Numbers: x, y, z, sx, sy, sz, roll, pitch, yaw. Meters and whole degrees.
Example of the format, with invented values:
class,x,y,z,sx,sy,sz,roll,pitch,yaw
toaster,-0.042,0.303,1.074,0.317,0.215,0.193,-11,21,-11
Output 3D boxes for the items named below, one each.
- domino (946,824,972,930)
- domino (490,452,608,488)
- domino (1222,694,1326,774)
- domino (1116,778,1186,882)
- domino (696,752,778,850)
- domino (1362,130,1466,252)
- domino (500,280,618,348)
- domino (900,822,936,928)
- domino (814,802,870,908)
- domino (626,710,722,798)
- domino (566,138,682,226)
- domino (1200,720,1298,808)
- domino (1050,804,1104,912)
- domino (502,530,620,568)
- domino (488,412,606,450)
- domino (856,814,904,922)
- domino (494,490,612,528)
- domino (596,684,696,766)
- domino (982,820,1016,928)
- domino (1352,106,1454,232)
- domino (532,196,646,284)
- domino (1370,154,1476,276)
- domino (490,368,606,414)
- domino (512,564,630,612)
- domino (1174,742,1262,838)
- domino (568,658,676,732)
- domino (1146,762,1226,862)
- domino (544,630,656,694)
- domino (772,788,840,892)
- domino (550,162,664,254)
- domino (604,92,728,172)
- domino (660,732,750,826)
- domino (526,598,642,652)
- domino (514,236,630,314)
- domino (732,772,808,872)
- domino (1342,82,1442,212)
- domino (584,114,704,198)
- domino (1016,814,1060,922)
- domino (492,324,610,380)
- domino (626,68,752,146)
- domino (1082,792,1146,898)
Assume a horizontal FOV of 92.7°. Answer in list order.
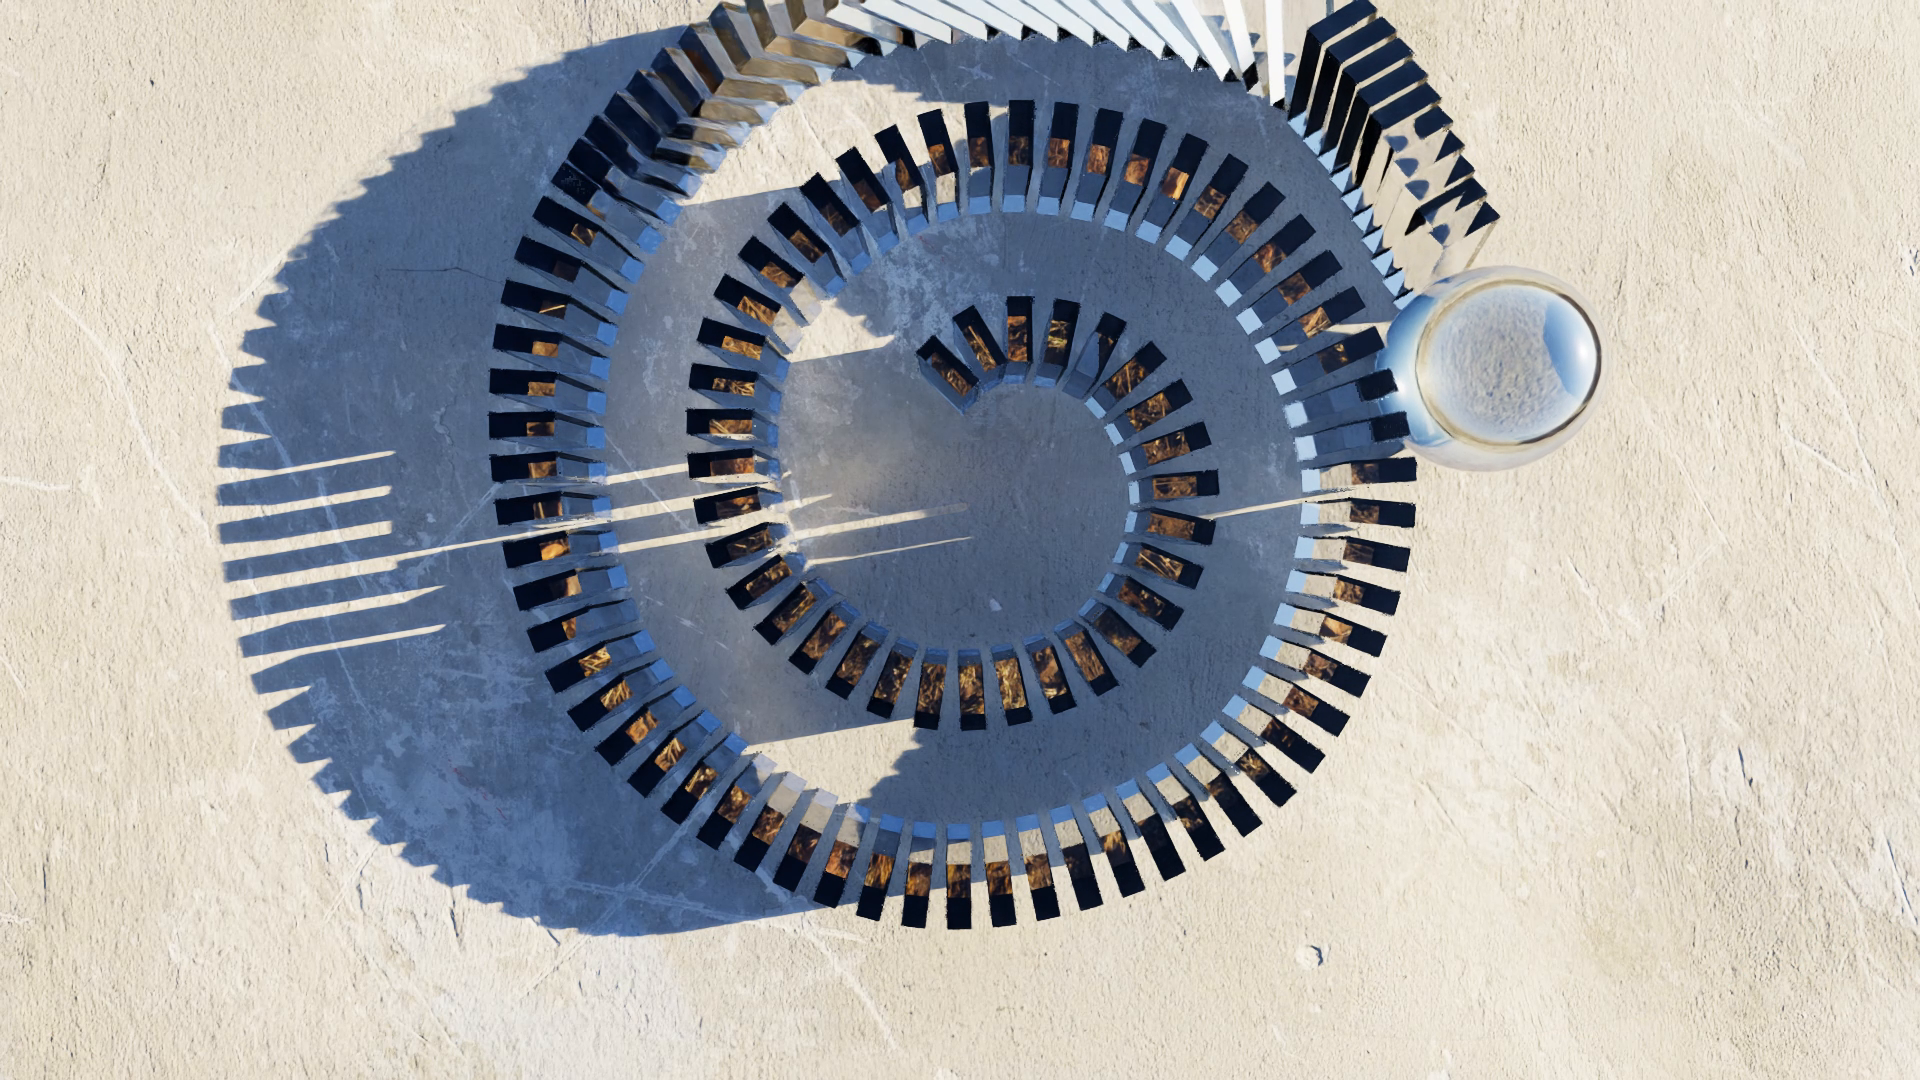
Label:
class,x,y,z,sx,sy,sz,roll,pitch,yaw
domino,0.000,0.136,0.375,0.010,0.050,0.025,-1,90,0
domino,-0.167,-0.028,0.375,0.025,0.050,0.009,-5,90,0
domino,0.127,0.078,0.375,0.025,0.050,0.010,37,90,0
domino,0.077,0.117,0.375,0.009,0.050,0.025,-25,90,0
domino,-0.090,0.106,0.375,0.009,0.050,0.025,34,90,0
domino,0.184,-0.141,0.375,0.025,0.050,0.010,-30,70,0
domino,-0.162,-0.092,0.375,0.025,0.050,0.009,15,90,0
domino,-0.016,0.136,0.375,0.010,0.050,0.025,7,90,0
domino,-0.047,0.128,0.375,0.009,0.050,0.025,21,90,0
domino,-0.116,0.086,0.375,0.010,0.050,0.025,42,90,0
domino,-0.136,-0.145,0.375,0.025,0.050,0.009,39,100,0
domino,0.117,0.091,0.375,0.025,0.050,0.009,45,90,0
domino,0.047,0.129,0.375,0.010,0.050,0.025,-16,90,0
domino,-0.162,0.004,0.375,0.025,0.050,0.009,-13,90,0
domino,-0.168,-0.044,0.375,0.025,0.050,0.009,-1,90,0
domino,-0.032,0.133,0.375,0.010,0.050,0.025,15,90,0
domino,-0.165,-0.012,0.375,0.025,0.050,0.009,-9,90,0
domino,-0.127,0.075,0.375,0.025,0.050,0.009,-43,90,0
domino,0.016,0.135,0.375,0.009,0.050,0.025,-7,90,0
domino,0.180,-0.150,0.375,0.025,0.050,0.010,-29,70,0
domino,-0.150,-0.122,0.375,0.025,0.050,0.010,28,90,0
domino,0.188,-0.132,0.375,0.025,0.050,0.010,-29,70,0
domino,-0.167,-0.060,0.375,0.025,0.050,0.010,3,90,0
domino,-0.158,0.019,0.375,0.025,0.050,0.010,-17,90,0
domino,0.105,0.101,0.375,0.010,0.050,0.025,-37,90,0
domino,-0.137,0.062,0.375,0.025,0.050,0.010,-36,90,0
domino,0.091,0.110,0.375,0.010,0.050,0.025,-30,90,0
domino,-0.146,0.049,0.375,0.025,0.050,0.010,-28,90,0
domino,-0.062,0.121,0.375,0.009,0.050,0.025,25,90,0
domino,-0.143,-0.135,0.375,0.025,0.050,0.009,36,94,0
domino,-0.119,-0.166,0.375,0.025,0.050,0.009,45,112,0
domino,-0.103,0.096,0.375,0.010,0.050,0.025,38,90,0
domino,-0.152,0.034,0.375,0.025,0.050,0.010,-22,90,0
domino,-0.157,-0.107,0.375,0.025,0.050,0.010,22,90,0
domino,-0.077,0.114,0.375,0.009,0.050,0.025,29,90,0
domino,0.175,-0.159,0.375,0.025,0.050,0.009,-29,70,0
domino,-0.128,-0.156,0.375,0.025,0.050,0.010,42,106,0
domino,0.031,0.133,0.375,0.009,0.050,0.025,-12,90,0
domino,-0.166,-0.076,0.375,0.025,0.050,0.009,8,90,0
domino,-0.110,-0.176,0.376,0.009,0.050,0.025,-41,90,28
domino,0.062,0.124,0.375,0.010,0.050,0.025,-21,90,0
